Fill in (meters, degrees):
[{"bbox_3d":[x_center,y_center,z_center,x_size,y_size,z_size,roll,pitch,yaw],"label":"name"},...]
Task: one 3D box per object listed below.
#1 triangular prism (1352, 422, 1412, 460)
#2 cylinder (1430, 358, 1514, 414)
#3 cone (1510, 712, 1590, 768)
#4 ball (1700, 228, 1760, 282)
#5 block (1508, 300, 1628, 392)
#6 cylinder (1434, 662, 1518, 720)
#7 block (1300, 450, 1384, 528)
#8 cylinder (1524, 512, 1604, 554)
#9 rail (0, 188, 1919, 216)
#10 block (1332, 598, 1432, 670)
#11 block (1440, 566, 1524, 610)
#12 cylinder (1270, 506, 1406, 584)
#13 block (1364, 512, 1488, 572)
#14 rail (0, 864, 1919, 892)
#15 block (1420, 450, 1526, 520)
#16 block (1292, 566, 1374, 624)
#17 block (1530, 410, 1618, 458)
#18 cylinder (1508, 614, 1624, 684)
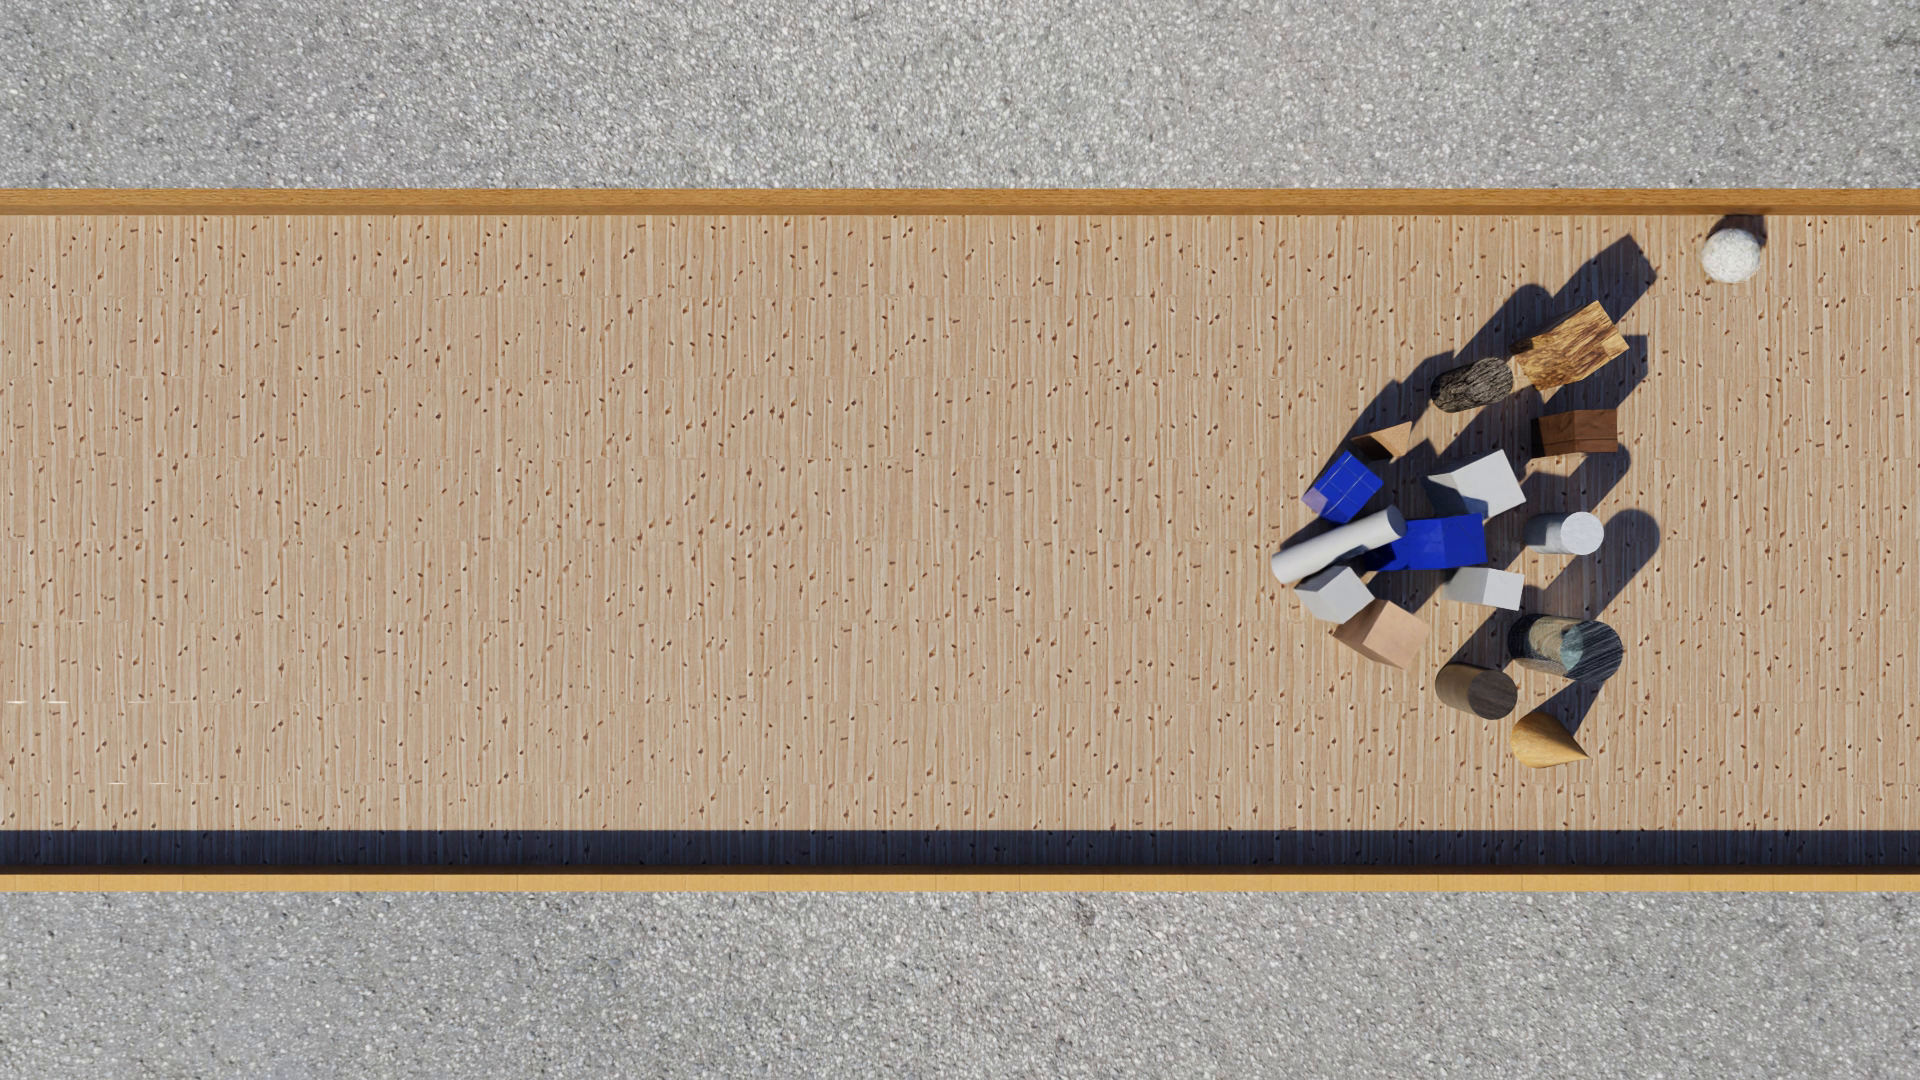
[{"bbox_3d":[1.267,-0.308,4.905,0.098,0.343,0.085,43,90,0],"label":"triangular prism"},{"bbox_3d":[1.513,-0.456,4.889,0.130,0.375,0.130,0,90,0],"label":"cylinder"},{"bbox_3d":[1.782,0.616,4.871,0.174,0.411,0.174,0,90,0],"label":"cone"},{"bbox_3d":[2.334,-0.863,4.995,0.164,0.164,0.164,0,90,0],"label":"ball"},{"bbox_3d":[1.799,-0.572,4.896,0.165,0.361,0.165,-34,90,0],"label":"block"},{"bbox_3d":[1.533,0.446,4.912,0.145,0.329,0.145,0,90,0],"label":"cylinder"},{"bbox_3d":[1.131,-0.145,4.900,0.141,0.338,0.141,42,90,7],"label":"block"},{"bbox_3d":[1.797,-0.019,4.920,0.125,0.313,0.125,0,90,0],"label":"cylinder"},{"bbox_3d":[-2.247,-1.025,5.002,12.000,0.150,0.050,0,90,0],"label":"rail"},{"bbox_3d":[1.243,0.271,4.881,0.145,0.391,0.145,31,90,0],"label":"block"},{"bbox_3d":[1.538,0.140,4.871,0.103,0.411,0.103,10,90,0],"label":"block"},{"bbox_3d":[1.123,0.016,4.908,0.412,0.100,0.100,-27,90,39],"label":"cylinder"},{"bbox_3d":[1.363,0.009,4.869,0.143,0.388,0.143,-8,91,-21],"label":"block"},{"bbox_3d":[-2.247,1.025,5.001,12.000,0.150,0.050,0,90,0],"label":"rail"},{"bbox_3d":[1.525,-0.153,4.919,0.165,0.312,0.165,-25,90,-1],"label":"block"},{"bbox_3d":[1.106,0.159,4.897,0.118,0.358,0.118,-39,90,0],"label":"block"},{"bbox_3d":[1.819,-0.312,4.897,0.122,0.360,0.122,-1,90,0],"label":"block"},{"bbox_3d":[1.772,0.314,4.851,0.176,0.450,0.176,0,90,0],"label":"cylinder"}]
